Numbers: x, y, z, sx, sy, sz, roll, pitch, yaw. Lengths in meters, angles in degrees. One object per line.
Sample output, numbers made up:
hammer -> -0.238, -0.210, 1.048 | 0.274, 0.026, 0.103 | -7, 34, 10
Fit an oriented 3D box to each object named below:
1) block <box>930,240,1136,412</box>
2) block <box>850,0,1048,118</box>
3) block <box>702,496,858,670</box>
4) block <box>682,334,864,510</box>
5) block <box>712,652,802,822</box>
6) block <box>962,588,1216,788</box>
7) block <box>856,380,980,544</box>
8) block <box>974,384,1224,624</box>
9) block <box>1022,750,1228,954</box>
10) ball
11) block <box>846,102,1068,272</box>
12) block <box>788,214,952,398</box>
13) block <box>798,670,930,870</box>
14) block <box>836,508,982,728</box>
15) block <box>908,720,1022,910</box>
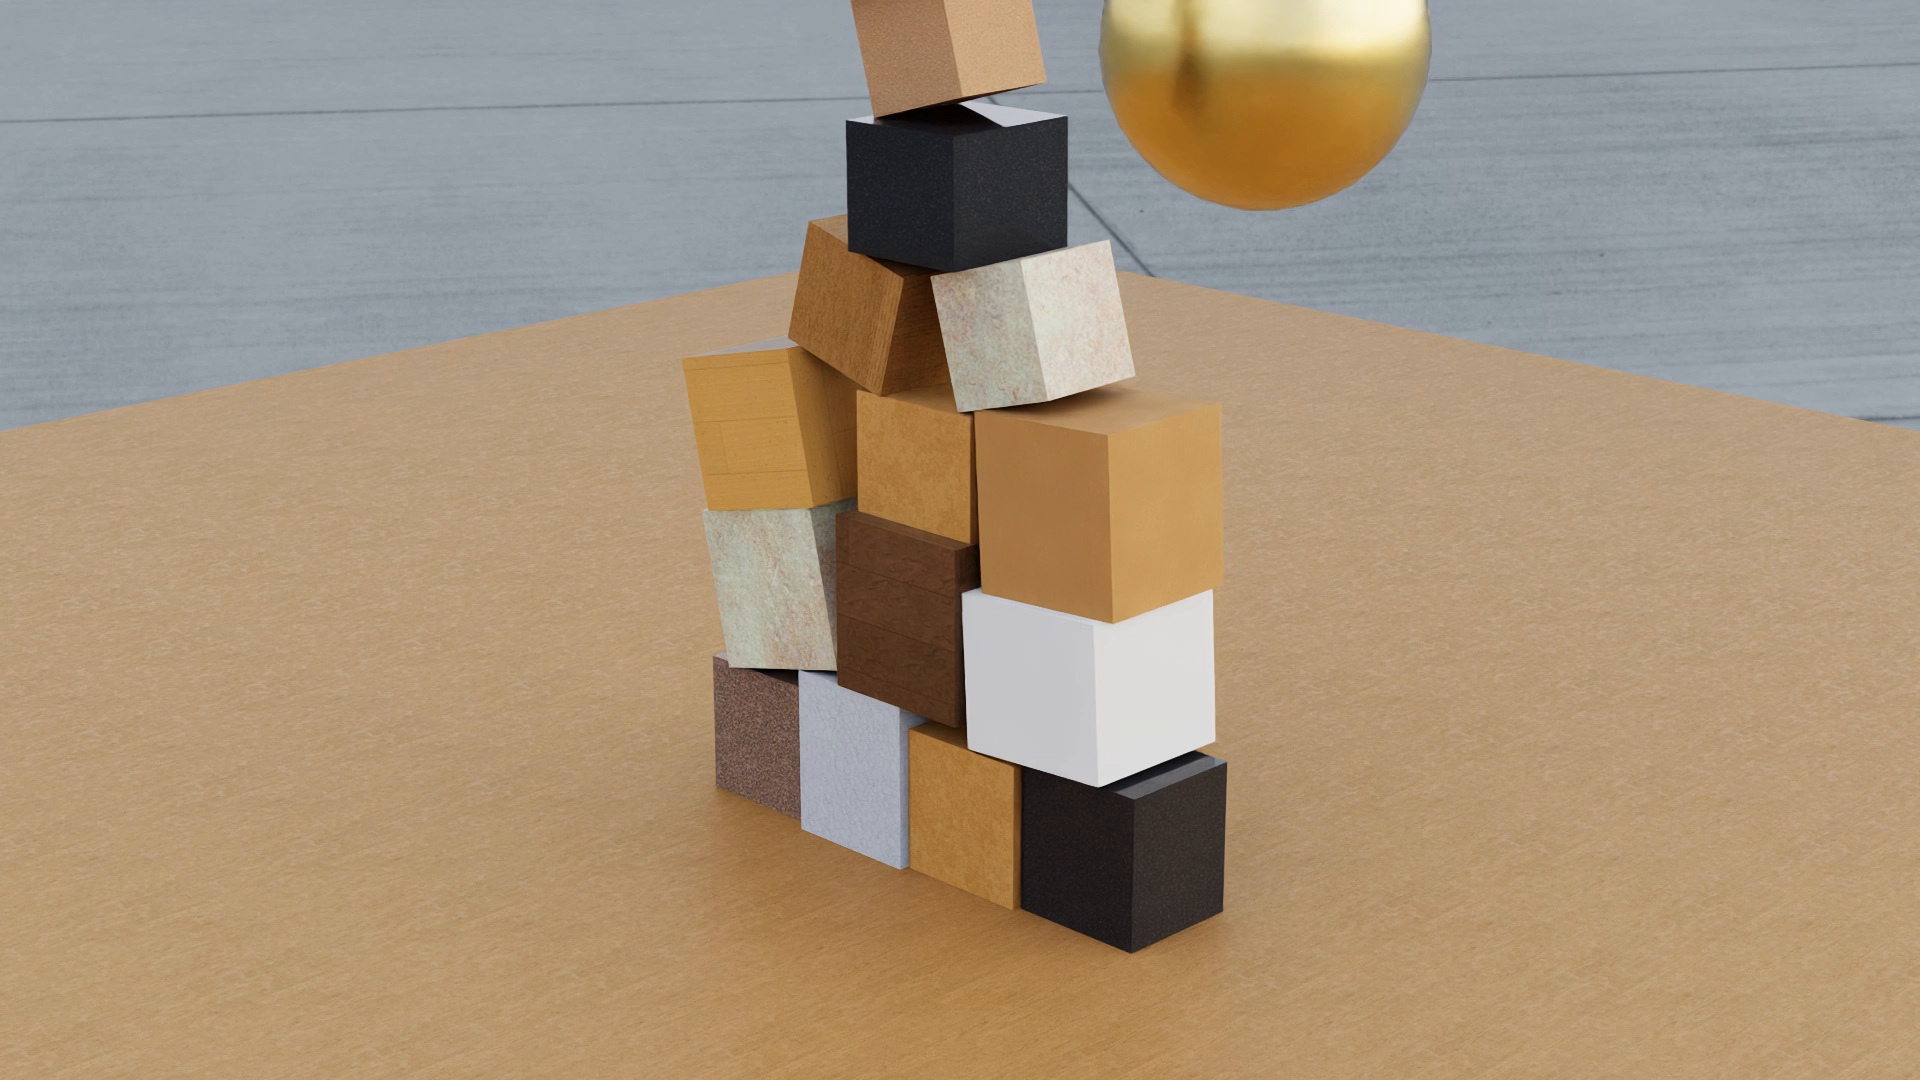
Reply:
block -> 0.320, -0.930, 12.754 | 0.535, 0.603, 0.587 | -5, 10, 44
block -> -0.054, -2.197, 12.732 | 0.550, 0.579, 0.537 | -5, 10, 45
block -> -0.607, 0.143, 14.051 | 0.829, 0.771, 0.791 | -17, 11, -42
block -> -0.700, -0.591, 13.898 | 0.825, 0.737, 0.771 | -17, 11, -42
block -> -0.706, 0.884, 14.389 | 0.723, 0.685, 0.684 | -17, 24, -42
block -> 0.571, 0.563, 12.934 | 0.767, 0.723, 0.788 | -17, 21, -42
block -> 0.005, -0.394, 13.218 | 0.716, 0.568, 0.610 | 17, 24, 42
block -> 0.608, -0.178, 12.722 | 0.767, 0.816, 0.731 | 12, 21, 43
block -> 0.723, 1.310, 12.979 | 0.659, 0.718, 0.613 | 17, 24, 42
ball -> 1.467, -2.388, 14.129 | 1.600, 1.600, 1.600 | 0, 17, 0
block -> -0.010, -1.561, 12.850 | 0.647, 0.581, 0.724 | 16, 24, 41
block -> -0.303, -1.096, 13.282 | 0.607, 0.583, 0.629 | -17, 40, -43
block -> -0.234, 0.980, 13.887 | 0.679, 0.803, 0.798 | 17, 24, 42
block -> -0.013, 0.275, 13.415 | 0.792, 0.825, 0.769 | -17, 24, -42
block -> 0.251, 1.180, 13.447 | 0.666, 0.685, 0.708 | 17, 24, 42
